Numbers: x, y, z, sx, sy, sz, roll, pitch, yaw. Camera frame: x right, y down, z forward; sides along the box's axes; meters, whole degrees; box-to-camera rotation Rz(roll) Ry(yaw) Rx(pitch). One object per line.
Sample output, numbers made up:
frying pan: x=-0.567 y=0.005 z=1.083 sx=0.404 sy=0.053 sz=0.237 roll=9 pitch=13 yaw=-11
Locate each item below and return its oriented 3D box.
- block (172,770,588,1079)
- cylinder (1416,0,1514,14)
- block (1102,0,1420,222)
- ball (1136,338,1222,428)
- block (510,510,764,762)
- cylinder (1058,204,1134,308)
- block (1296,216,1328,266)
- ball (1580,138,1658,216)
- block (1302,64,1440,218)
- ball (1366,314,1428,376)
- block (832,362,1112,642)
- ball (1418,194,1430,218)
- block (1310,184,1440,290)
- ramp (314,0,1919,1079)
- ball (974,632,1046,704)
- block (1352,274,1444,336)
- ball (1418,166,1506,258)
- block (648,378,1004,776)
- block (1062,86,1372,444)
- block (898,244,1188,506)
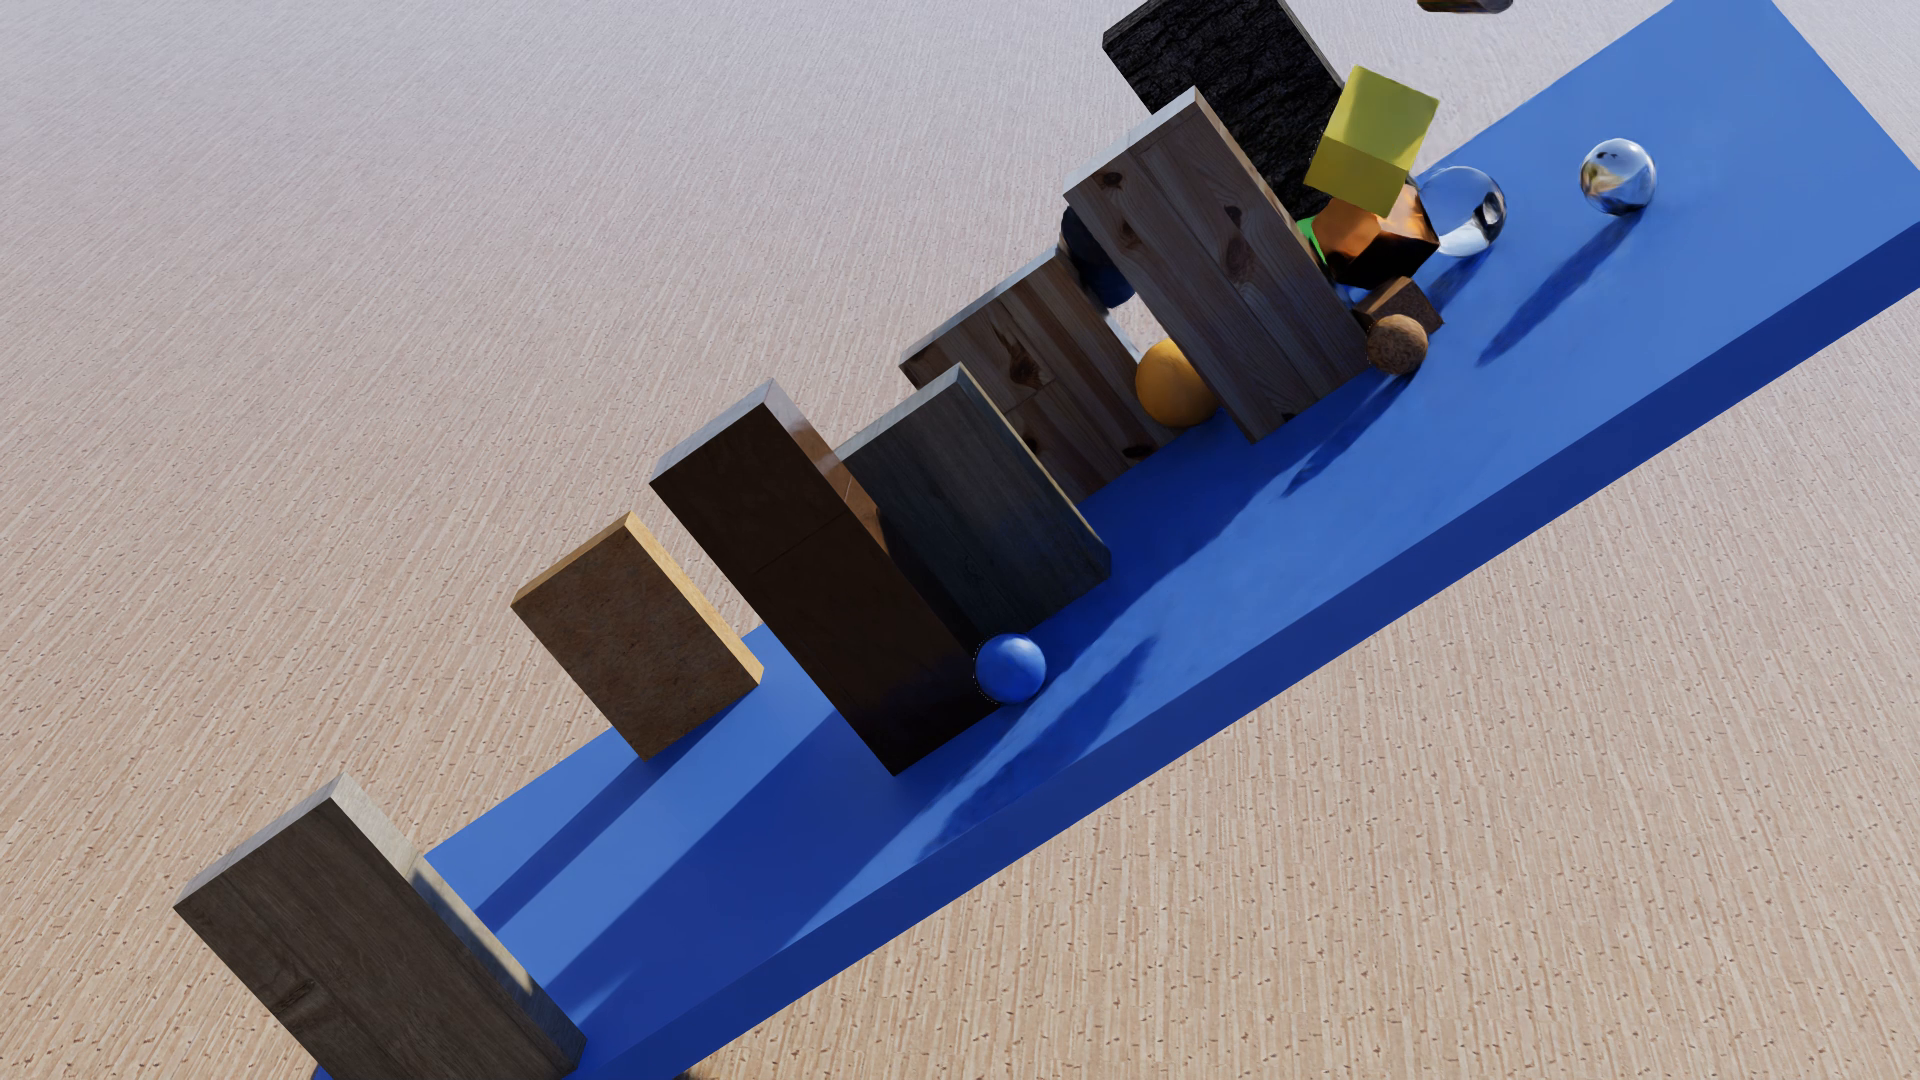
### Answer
block: x=-1.124 y=0.846 z=5.729 sx=0.414 sy=0.727 sz=0.108 roll=-34 pitch=16 yaw=16
cylinder: x=0.986 y=-1.104 z=5.731 sx=0.153 sy=0.153 sz=0.153 roll=-19 pitch=21 yaw=-38
block: x=0.690 y=-0.940 z=6.628 sx=0.371 sy=0.741 sz=0.147 roll=-34 pitch=16 yaw=16
ball: x=0.478 y=-0.341 z=6.353 sx=0.199 sy=0.199 sz=0.199 roll=0 pitch=23 yaw=0
block: x=-0.774 y=0.234 z=7.070 sx=0.359 sy=0.508 sz=0.097 roll=-34 pitch=16 yaw=16
cylinder: x=0.315 y=-0.644 z=6.529 sx=0.196 sy=0.196 sz=0.196 roll=1 pitch=66 yaw=-3
block: x=0.710 y=-0.580 z=6.207 sx=0.129 sy=0.129 sz=0.129 roll=-15 pitch=35 yaw=29
ball: x=1.284 y=-0.708 z=5.736 sx=0.150 sy=0.150 sz=0.150 roll=0 pitch=23 yaw=0
block: x=0.797 y=-0.772 z=5.706 sx=0.179 sy=0.179 sz=0.179 roll=24 pitch=65 yaw=4
ball: x=0.867 y=-0.387 z=5.830 sx=0.120 sy=0.120 sz=0.120 roll=0 pitch=23 yaw=0
block: x=0.002 y=-0.041 z=6.061 sx=0.384 sy=0.523 sz=0.123 roll=-34 pitch=16 yaw=16
ball: x=0.965 y=-0.703 z=6.425 sx=0.125 sy=0.125 sz=0.125 roll=0 pitch=23 yaw=0
block: x=0.858 y=-0.632 z=6.079 sx=0.162 sy=0.162 sz=0.162 roll=9 pitch=49 yaw=-34
ramp: x=0.129 y=0.179 z=6.321 sx=4.000 sy=0.100 sz=2.000 roll=-34 pitch=16 yaw=16
ball: x=0.099 y=0.250 z=5.738 sx=0.140 sy=0.140 sz=0.140 roll=0 pitch=23 yaw=0
block: x=0.891 y=-0.457 z=5.986 sx=0.114 sy=0.114 sz=0.114 roll=-39 pitch=15 yaw=-2
ball: x=1.044 y=-0.685 z=6.138 sx=0.190 sy=0.190 sz=0.190 roll=0 pitch=23 yaw=0
block: x=-0.250 y=0.078 z=5.815 sx=0.286 sy=0.778 sz=0.144 roll=-34 pitch=16 yaw=16
block: x=0.541 y=-0.560 z=6.036 sx=0.328 sy=0.664 sz=0.130 roll=-34 pitch=16 yaw=16
block: x=0.186 y=-0.331 z=6.514 sx=0.430 sy=0.493 sz=0.095 roll=-34 pitch=16 yaw=16
